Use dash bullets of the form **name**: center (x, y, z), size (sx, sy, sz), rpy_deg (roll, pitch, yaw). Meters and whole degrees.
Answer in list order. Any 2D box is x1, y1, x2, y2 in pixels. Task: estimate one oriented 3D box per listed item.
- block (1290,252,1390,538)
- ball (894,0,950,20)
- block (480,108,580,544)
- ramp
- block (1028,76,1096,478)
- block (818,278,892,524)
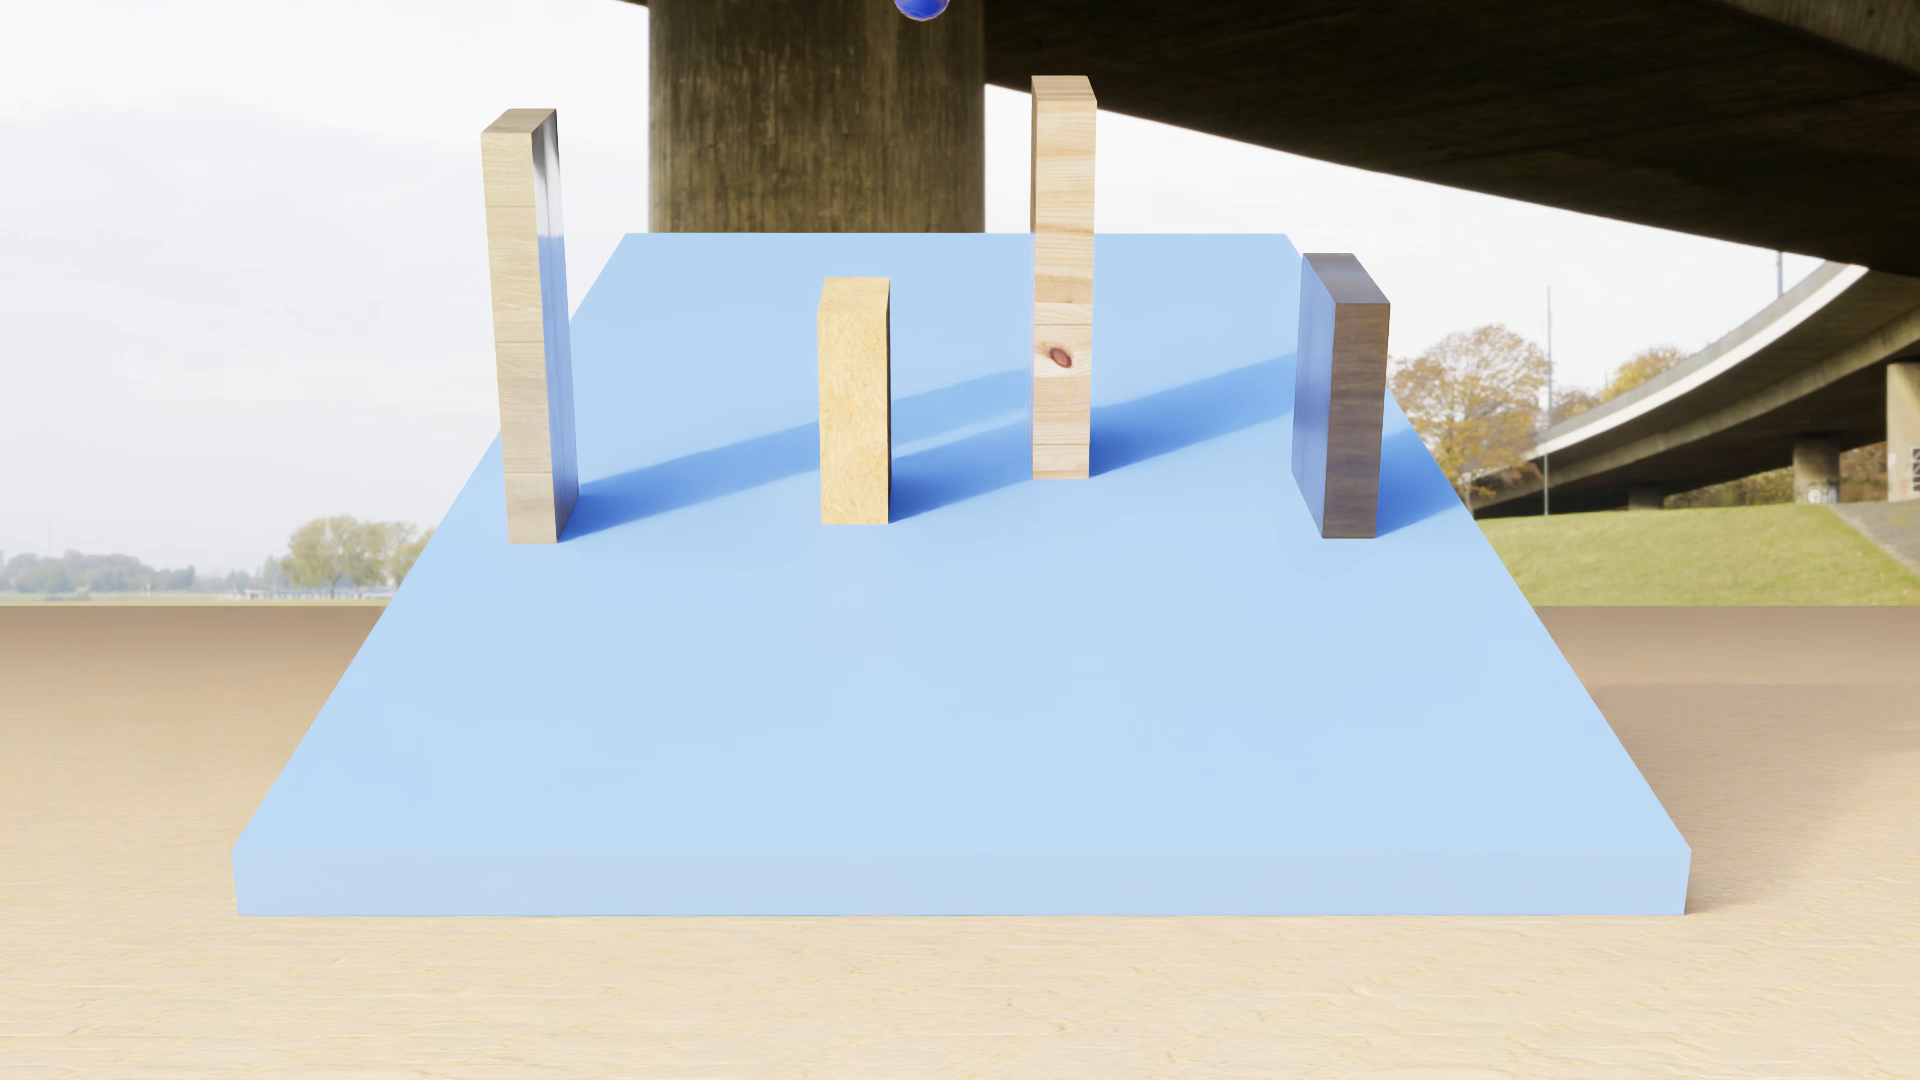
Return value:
- **block**: center (0.736, -0.289, 4.410), size (0.101, 0.457, 0.421), rpy_deg (0, 20, 0)
- **ball**: center (-0.107, -1.536, 6.330), size (0.166, 0.166, 0.166), rpy_deg (0, -2, 0)
- **block**: center (-0.803, -0.402, 4.257), size (0.090, 0.771, 0.277), rpy_deg (0, 20, 0)
- **ramp**: center (-0.005, -0.205, 4.998), size (2.000, 0.100, 4.000), rpy_deg (0, 20, 0)
- **block**: center (0.206, -0.543, 4.657), size (0.114, 0.767, 0.335), rpy_deg (0, 20, 0)
- **block**: center (-0.203, -0.276, 4.429), size (0.128, 0.418, 0.290), rpy_deg (0, 20, 0)
